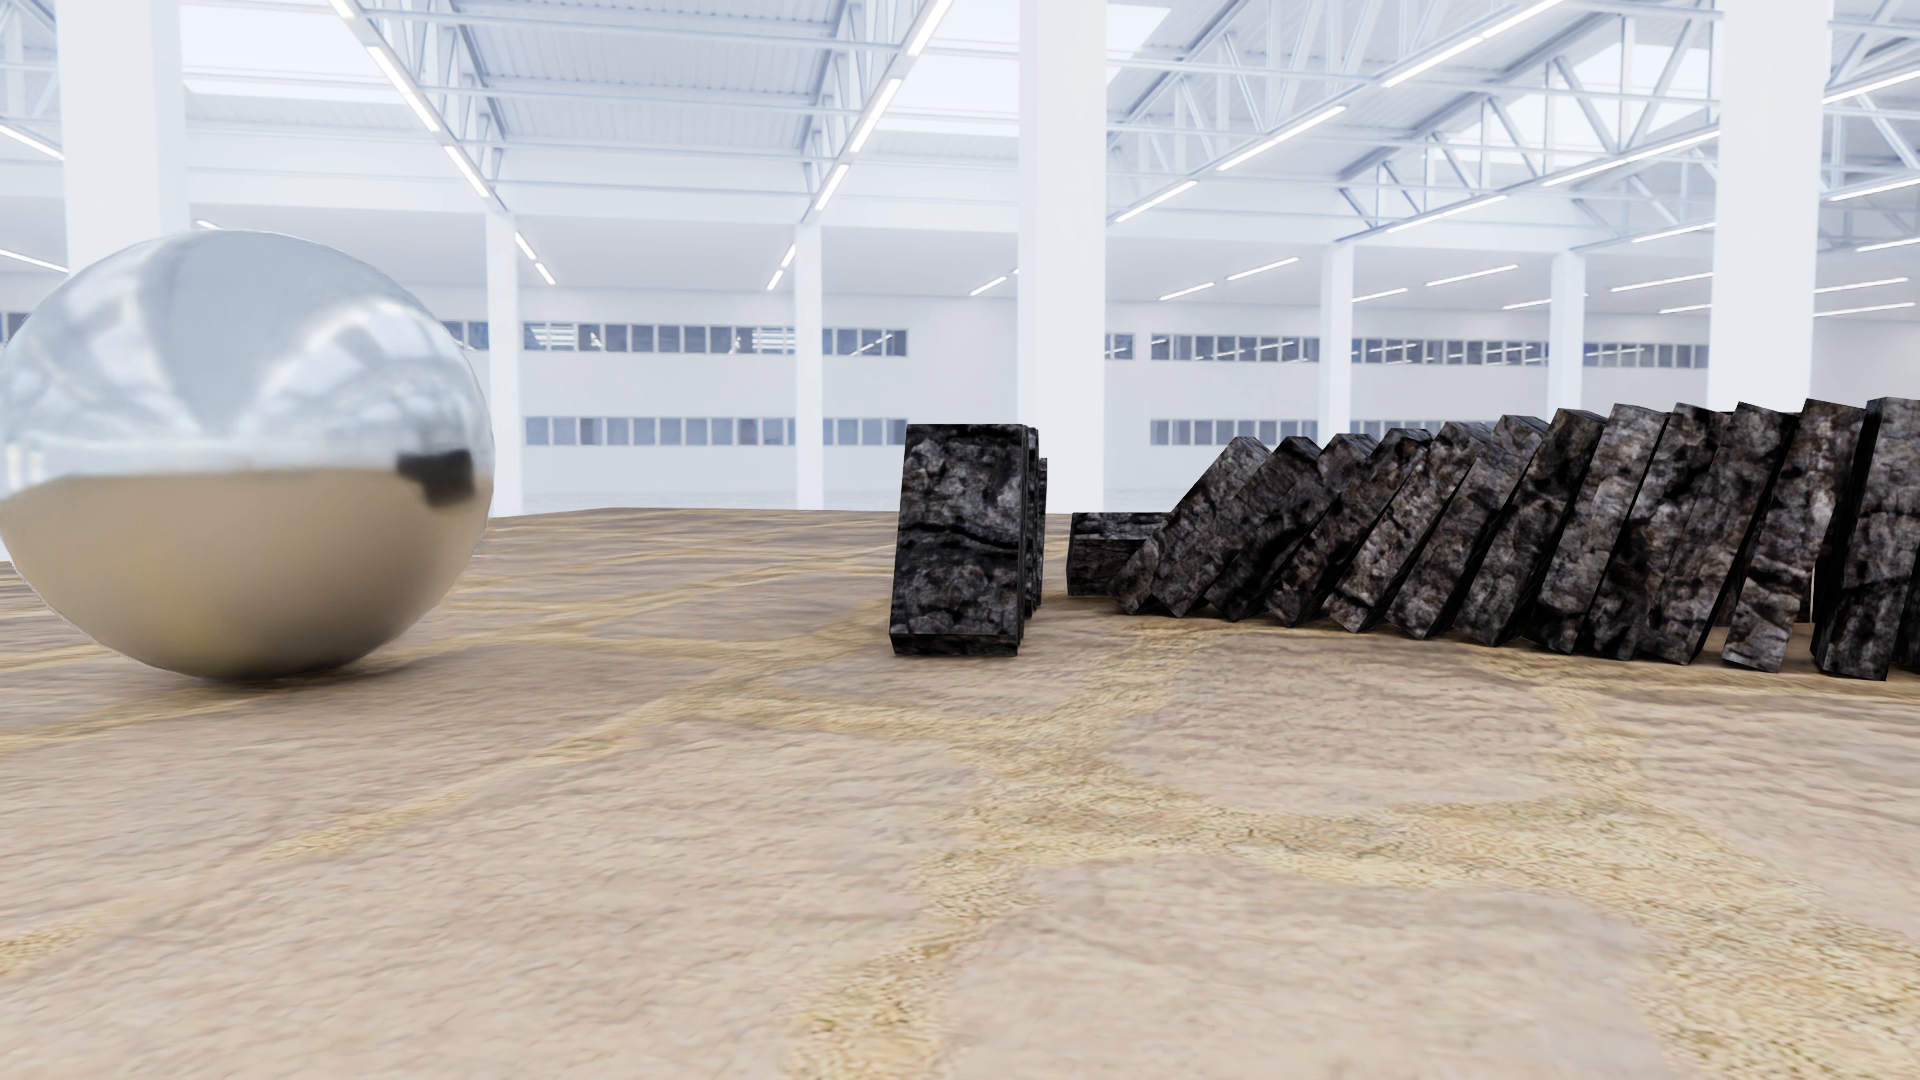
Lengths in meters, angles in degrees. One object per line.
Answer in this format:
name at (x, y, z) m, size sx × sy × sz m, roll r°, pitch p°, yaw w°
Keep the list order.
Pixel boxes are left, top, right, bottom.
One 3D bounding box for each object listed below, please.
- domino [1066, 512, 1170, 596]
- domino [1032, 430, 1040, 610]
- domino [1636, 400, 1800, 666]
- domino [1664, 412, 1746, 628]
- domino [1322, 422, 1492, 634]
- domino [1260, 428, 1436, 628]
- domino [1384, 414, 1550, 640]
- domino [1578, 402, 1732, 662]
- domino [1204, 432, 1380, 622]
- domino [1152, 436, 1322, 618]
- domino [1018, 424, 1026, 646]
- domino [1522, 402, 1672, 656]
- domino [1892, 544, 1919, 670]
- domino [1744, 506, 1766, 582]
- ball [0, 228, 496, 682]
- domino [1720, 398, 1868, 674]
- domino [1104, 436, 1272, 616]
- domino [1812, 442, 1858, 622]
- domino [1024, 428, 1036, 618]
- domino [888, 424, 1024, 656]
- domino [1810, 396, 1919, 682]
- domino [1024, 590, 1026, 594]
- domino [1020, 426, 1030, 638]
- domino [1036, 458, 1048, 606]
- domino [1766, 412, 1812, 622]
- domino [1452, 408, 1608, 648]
domino at (0.055, 0.004, 0.352) m, size 0.050 × 0.010 × 0.025 m, roll 0°, pitch -40°, yaw -1°
domino at (0.008, -0.006, 0.337) m, size 0.025 × 0.050 × 0.009 m, roll 0°, pitch -31°, yaw 5°
domino at (0.149, -0.002, 0.252) m, size 0.010 × 0.050 × 0.025 m, roll 25°, pitch 17°, yaw 32°
domino at (0.173, -0.005, 0.307) m, size 0.025 × 0.050 × 0.009 m, roll 4°, pitch 6°, yaw 40°
domino at (0.103, -0.003, 0.290) m, size 0.009 × 0.050 × 0.025 m, roll 41°, pitch 27°, yaw 29°
domino at (0.093, -0.003, 0.298) m, size 0.009 × 0.050 × 0.025 m, roll 44°, pitch 27°, yaw 26°
domino at (0.114, -0.003, 0.281) m, size 0.009 × 0.050 × 0.025 m, roll 36°, pitch 24°, yaw 31°
domino at (0.141, -0.002, 0.257) m, size 0.010 × 0.050 × 0.025 m, roll 25°, pitch 17°, yaw 32°
domino at (0.082, -0.003, 0.307) m, size 0.010 × 0.050 × 0.025 m, roll 45°, pitch 26°, yaw 22°
domino at (0.070, -0.003, 0.317) m, size 0.010 × 0.050 × 0.025 m, roll 44°, pitch 20°, yaw 16°
domino at (0.001, -0.002, 0.279) m, size 0.025 × 0.050 × 0.010 m, roll 0°, pitch -30°, yaw 5°
domino at (0.133, -0.002, 0.264) m, size 0.009 × 0.050 × 0.025 m, roll 25°, pitch 18°, yaw 34°
domino at (0.184, 0.000, 0.235) m, size 0.009 × 0.050 × 0.025 m, roll 8°, pitch 5°, yaw 9°
domino at (0.185, -0.006, 0.318) m, size 0.009 × 0.050 × 0.025 m, roll -1°, pitch 4°, yaw -13°
ball at (-0.126, -0.015, 0.230) m, size 0.080 × 0.080 × 0.080 m, roll 0°, pitch 4°, yaw 0°
domino at (0.160, -0.001, 0.245) m, size 0.010 × 0.050 × 0.025 m, roll 19°, pitch 14°, yaw 32°
domino at (0.059, -0.004, 0.323) m, size 0.010 × 0.050 × 0.025 m, roll 43°, pitch 19°, yaw 14°
domino at (0.214, -0.006, 0.311) m, size 0.009 × 0.050 × 0.025 m, roll 3°, pitch 5°, yaw 34°
domino at (0.006, -0.005, 0.325) m, size 0.025 × 0.050 × 0.010 m, roll 0°, pitch -30°, yaw 5°
domino at (0.000, -0.001, 0.268) m, size 0.025 × 0.050 × 0.009 m, roll 0°, pitch -30°, yaw 5°
domino at (0.171, -0.001, 0.239) m, size 0.009 × 0.050 × 0.025 m, roll 12°, pitch 9°, yaw 27°
domino at (0.003, -0.004, 0.302) m, size 0.025 × 0.050 × 0.009 m, roll 0°, pitch -30°, yaw 5°
domino at (0.002, -0.003, 0.291) m, size 0.025 × 0.050 × 0.009 m, roll 0°, pitch -30°, yaw 5°
domino at (0.011, -0.004, 0.354) m, size 0.025 × 0.009 × 0.050 m, roll 2°, pitch 43°, yaw 5°
domino at (0.200, -0.006, 0.316) m, size 0.009 × 0.050 × 0.025 m, roll 1°, pitch 4°, yaw 11°
domino at (0.124, -0.003, 0.272) m, size 0.009 × 0.050 × 0.025 m, roll 31°, pitch 22°, yaw 33°
